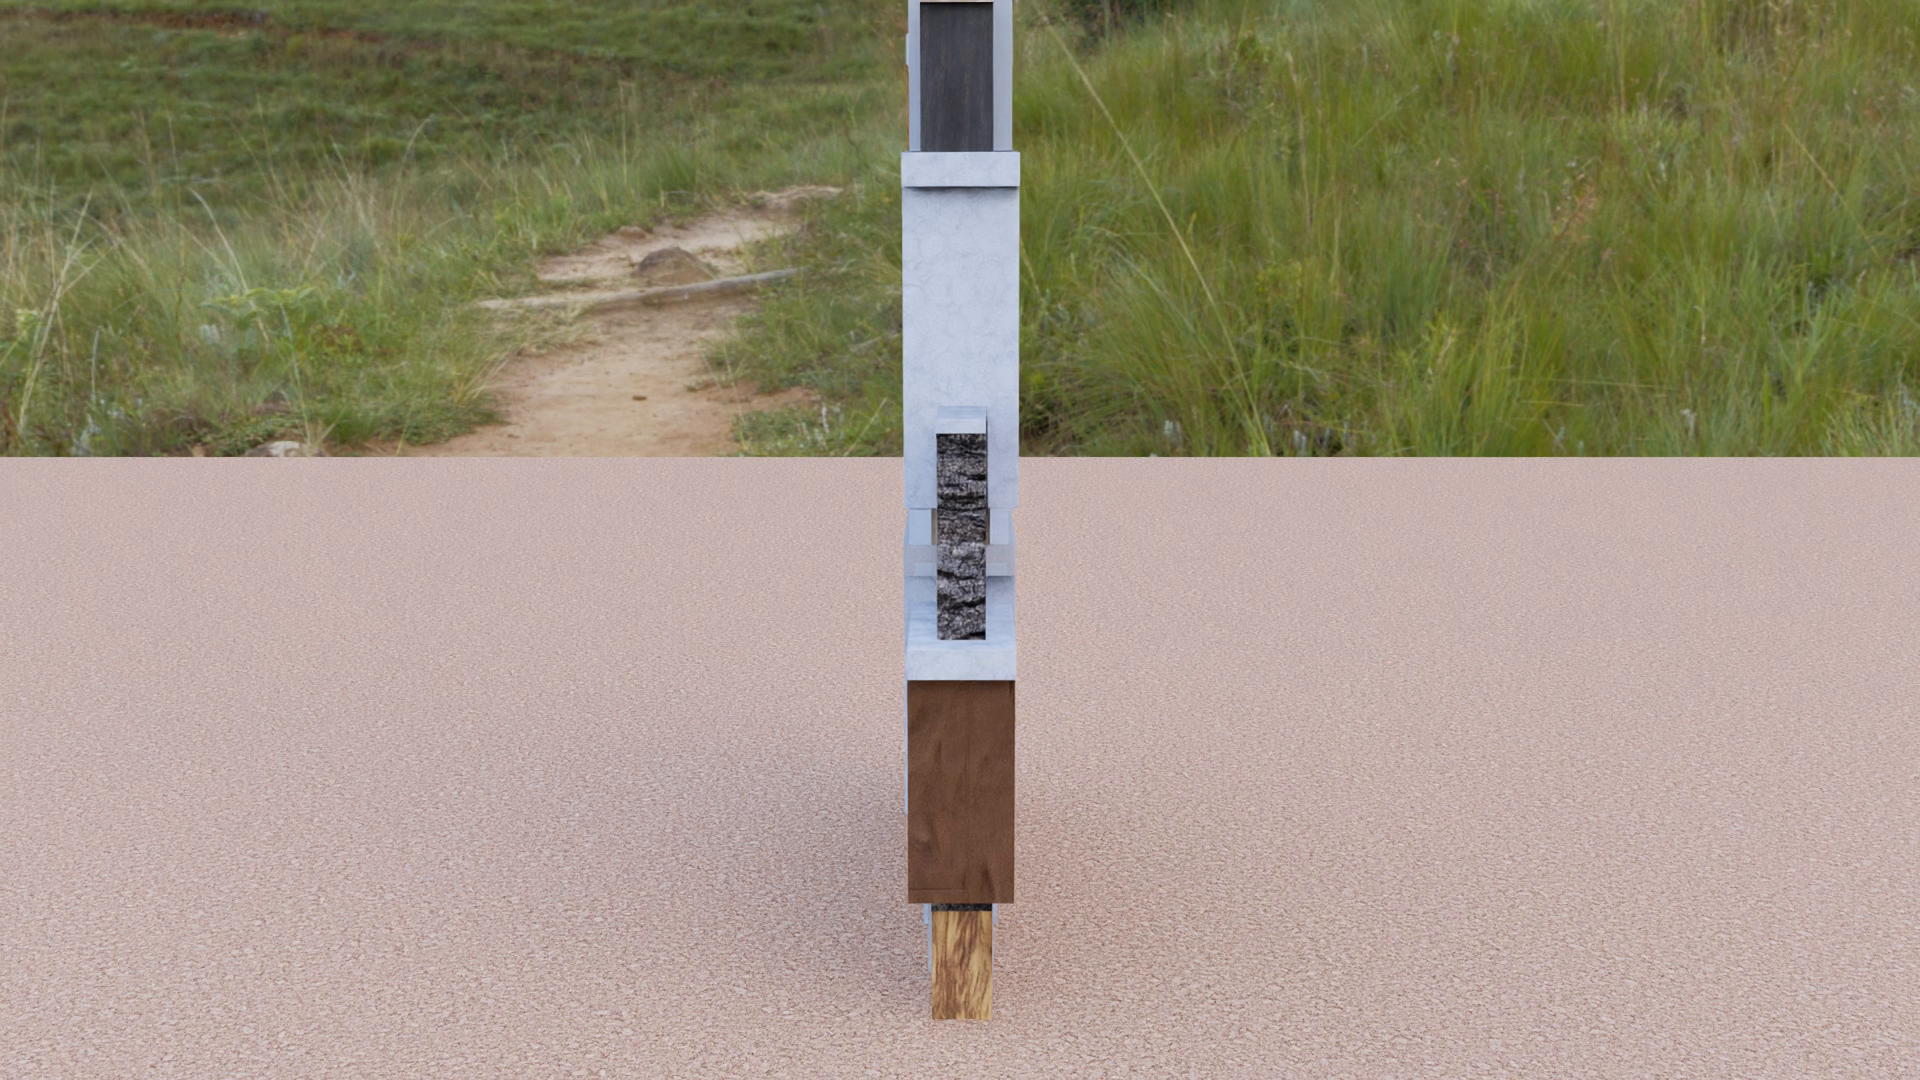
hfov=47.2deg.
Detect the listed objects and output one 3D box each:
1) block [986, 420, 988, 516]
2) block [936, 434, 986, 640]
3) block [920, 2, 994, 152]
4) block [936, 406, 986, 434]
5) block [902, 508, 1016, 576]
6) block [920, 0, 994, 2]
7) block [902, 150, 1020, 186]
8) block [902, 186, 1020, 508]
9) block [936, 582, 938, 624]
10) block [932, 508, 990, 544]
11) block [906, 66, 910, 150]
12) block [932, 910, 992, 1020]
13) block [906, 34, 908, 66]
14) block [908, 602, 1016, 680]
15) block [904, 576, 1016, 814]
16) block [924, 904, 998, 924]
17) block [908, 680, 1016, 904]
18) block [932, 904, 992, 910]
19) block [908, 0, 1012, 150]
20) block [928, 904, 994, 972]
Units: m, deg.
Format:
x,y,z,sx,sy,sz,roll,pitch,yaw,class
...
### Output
x,y,z,sx,sy,sz,roll,pitch,yaw,class
0.005,-0.100,3.080,0.067,0.133,0.019,0,12,0,block
0.002,-0.006,3.007,0.067,0.288,0.019,0,11,0,block
-0.005,-0.645,3.071,0.102,0.203,0.029,0,11,0,block
0.002,-0.166,3.021,0.067,0.019,0.133,0,12,2,block
-0.001,-0.001,3.416,0.167,0.047,0.334,0,11,0,block
-0.004,-0.772,3.117,0.102,0.029,0.203,0,10,0,block
0.001,-0.541,3.194,0.163,0.046,0.327,0,10,0,block
0.001,-0.274,3.132,0.163,0.456,0.046,0,10,0,block
0.001,0.051,3.114,0.068,0.136,0.019,0,12,0,block
0.001,-0.081,3.243,0.087,0.174,0.025,0,10,0,block
-0.001,-0.597,3.568,0.169,0.338,0.048,0,11,-1,block
0.003,0.600,3.146,0.086,0.172,0.024,0,11,0,block
-0.004,-0.808,3.644,0.169,0.048,0.338,0,11,-1,block
0.003,0.141,3.117,0.148,0.042,0.295,0,11,0,block
0.000,0.228,3.345,0.167,0.376,0.047,0,11,0,block
0.001,0.497,3.525,0.118,0.236,0.033,0,11,0,block
0.002,0.342,3.051,0.148,0.326,0.042,0,10,0,block
0.002,0.480,3.178,0.086,0.024,0.172,0,22,0,block
0.001,-0.827,3.268,0.154,0.489,0.044,0,10,0,block
0.001,0.553,3.322,0.099,0.199,0.028,0,11,0,block
